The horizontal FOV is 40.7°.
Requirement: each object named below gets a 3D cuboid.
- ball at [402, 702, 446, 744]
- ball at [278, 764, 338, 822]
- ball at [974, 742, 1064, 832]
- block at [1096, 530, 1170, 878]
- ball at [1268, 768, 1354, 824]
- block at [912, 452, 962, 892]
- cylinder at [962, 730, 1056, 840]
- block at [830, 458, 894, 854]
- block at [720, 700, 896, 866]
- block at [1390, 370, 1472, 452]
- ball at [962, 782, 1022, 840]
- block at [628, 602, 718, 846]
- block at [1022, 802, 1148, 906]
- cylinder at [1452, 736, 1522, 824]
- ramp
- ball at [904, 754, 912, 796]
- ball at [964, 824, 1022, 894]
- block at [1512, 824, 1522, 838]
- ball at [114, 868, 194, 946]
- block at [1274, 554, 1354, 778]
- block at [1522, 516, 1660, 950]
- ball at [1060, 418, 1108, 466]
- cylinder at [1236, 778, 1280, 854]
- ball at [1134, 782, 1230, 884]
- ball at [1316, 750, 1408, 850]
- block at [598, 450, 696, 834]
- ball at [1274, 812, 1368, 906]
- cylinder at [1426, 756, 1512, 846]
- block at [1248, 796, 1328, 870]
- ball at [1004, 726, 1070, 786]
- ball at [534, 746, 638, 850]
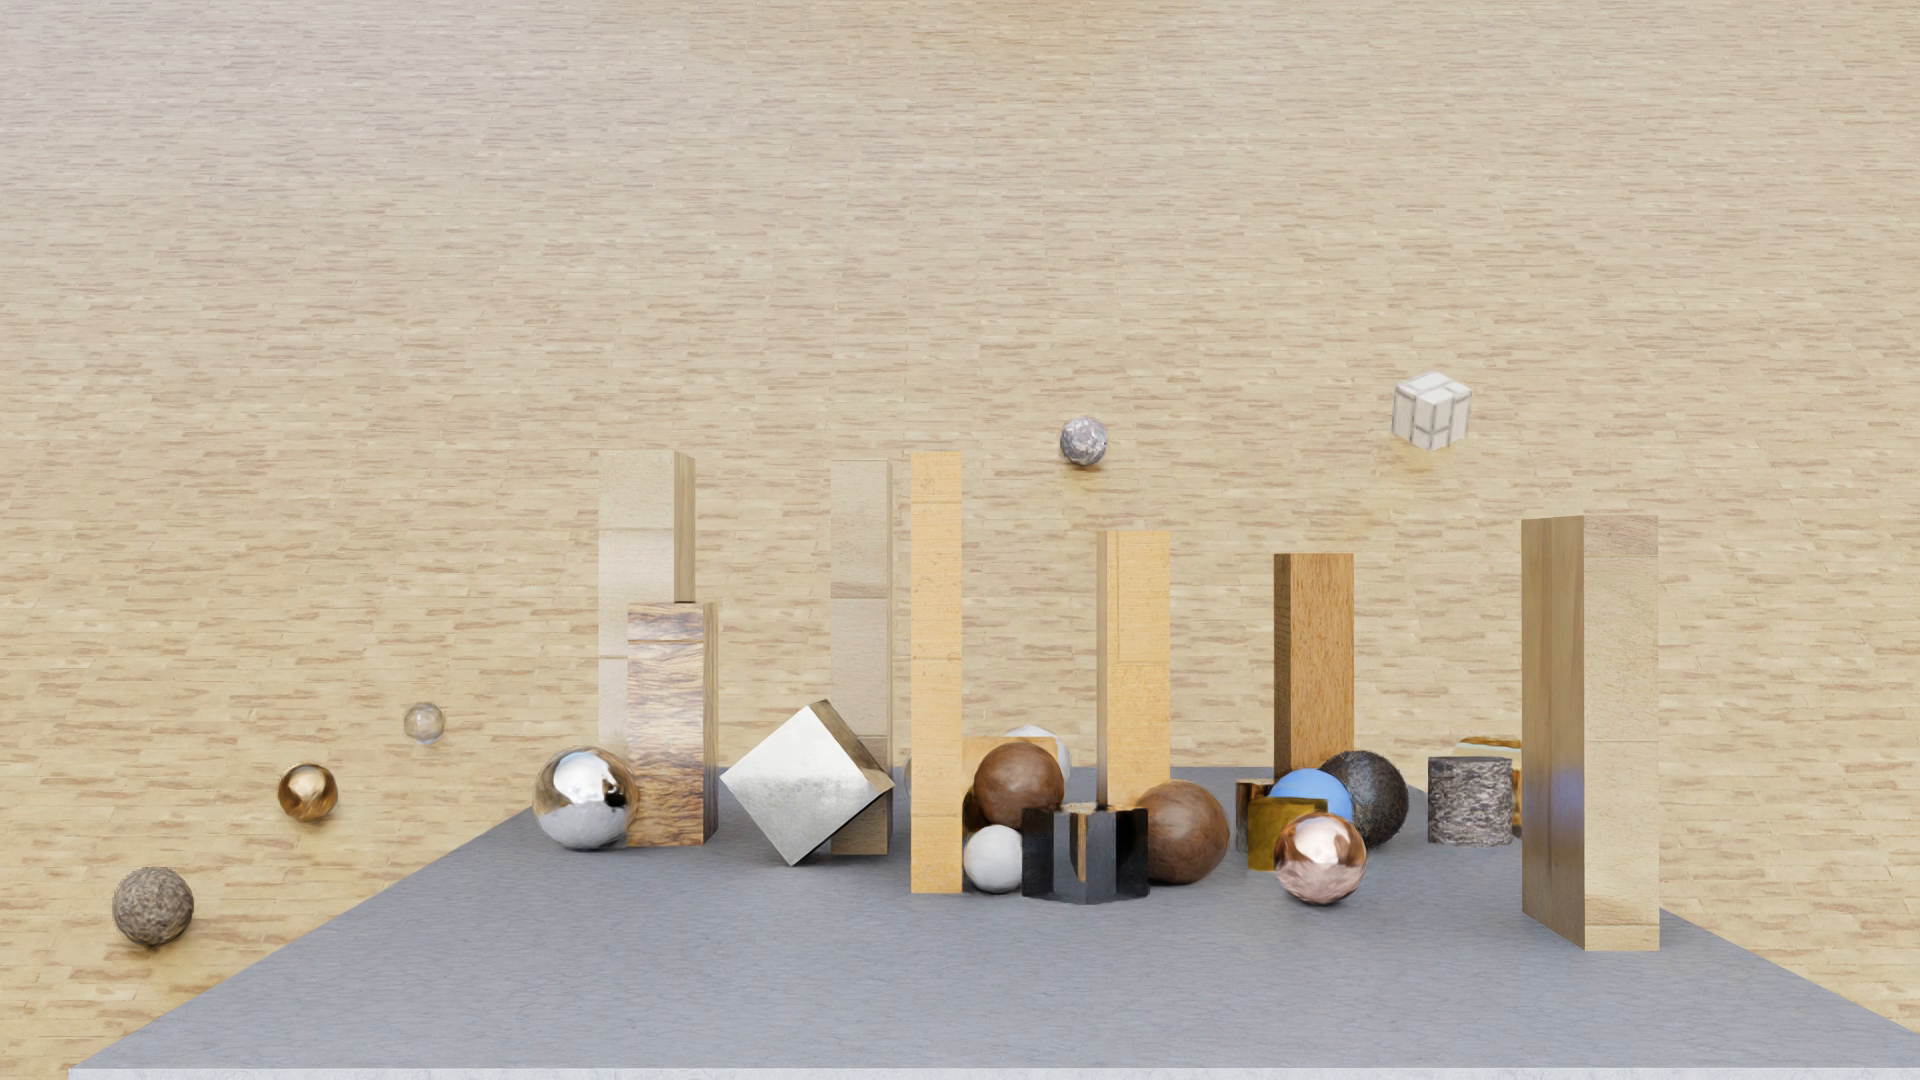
[{"bbox_3d":[-1.429,0.490,6.912,0.113,0.113,0.113,0,31,0],"label":"ball"},{"bbox_3d":[-1.666,0.646,6.620,0.150,0.150,0.150,0,31,0],"label":"ball"},{"bbox_3d":[0.095,0.399,4.186,0.147,0.147,0.147,0,31,0],"label":"ball"},{"bbox_3d":[0.299,0.276,4.500,0.105,0.581,0.335,0,-1,0],"label":"block"},{"bbox_3d":[0.621,0.485,4.612,0.155,0.155,0.155,0,31,0],"label":"ball"},{"bbox_3d":[-0.038,0.213,4.329,0.081,0.705,0.378,0,-1,0],"label":"block"},{"bbox_3d":[0.087,0.475,4.987,0.191,0.191,0.191,-9,32,-4],"label":"cylinder"},{"bbox_3d":[-0.183,0.212,4.901,0.102,0.716,0.429,0,-1,0],"label":"block"},{"bbox_3d":[-0.267,0.427,4.588,0.200,0.200,0.200,-39,-5,5],"label":"block"},{"bbox_3d":[1.515,-0.416,8.339,0.172,0.172,0.172,-22,38,-31],"label":"block"},{"bbox_3d":[0.089,0.481,4.553,0.173,0.173,0.173,0,31,0],"label":"ball"},{"bbox_3d":[-0.550,0.346,4.985,0.141,0.451,0.309,0,-1,0],"label":"block"},{"bbox_3d":[0.198,0.493,4.086,0.140,0.140,0.140,0,-1,-43],"label":"block"},{"bbox_3d":[1.107,0.491,5.267,0.169,0.169,0.169,2,25,44],"label":"cylinder"},{"bbox_3d":[0.070,0.618,4.699,2.000,0.100,4.000,0,-1,0],"label":"ramp"},{"bbox_3d":[-0.048,0.504,5.537,0.145,0.145,0.145,0,31,0],"label":"ball"},{"bbox_3d":[0.060,0.509,4.129,0.109,0.109,0.109,0,31,0],"label":"ball"},{"bbox_3d":[1.149,0.547,5.556,0.151,0.151,0.151,-47,54,-1],"label":"block"},{"bbox_3d":[-1.932,0.879,6.205,0.185,0.185,0.185,0,31,0],"label":"ball"},{"bbox_3d":[0.678,0.298,4.973,0.118,0.545,0.261,0,-1,0],"label":"block"},{"bbox_3d":[0.899,0.264,3.717,0.101,0.592,0.392,0,-1,0],"label":"block"},{"bbox_3d":[0.392,-0.311,8.184,0.154,0.154,0.154,0,31,0],"label":"ball"},{"bbox_3d":[0.568,0.505,4.742,0.127,0.127,0.127,0,-1,0],"label":"cylinder"},{"bbox_3d":[0.357,0.480,4.246,0.169,0.169,0.169,0,31,0],"label":"ball"},{"bbox_3d":[0.729,0.477,4.750,0.185,0.185,0.185,0,31,0],"label":"ball"},{"bbox_3d":[-0.632,0.200,5.261,0.147,0.747,0.410,0,-1,0],"label":"block"},{"bbox_3d":[0.555,0.490,3.992,0.144,0.144,0.144,0,31,0],"label":"ball"},{"bbox_3d":[0.961,0.492,4.891,0.156,0.156,0.156,0,-1,0],"label":"cylinder"},{"bbox_3d":[0.569,0.509,4.487,0.115,0.115,0.115,0,0,19],"label":"block"},{"bbox_3d":[0.153,0.490,5.637,0.174,0.174,0.174,0,31,0],"label":"ball"},{"bbox_3d":[-0.688,0.474,4.762,0.190,0.190,0.190,0,31,0],"label":"ball"}]
